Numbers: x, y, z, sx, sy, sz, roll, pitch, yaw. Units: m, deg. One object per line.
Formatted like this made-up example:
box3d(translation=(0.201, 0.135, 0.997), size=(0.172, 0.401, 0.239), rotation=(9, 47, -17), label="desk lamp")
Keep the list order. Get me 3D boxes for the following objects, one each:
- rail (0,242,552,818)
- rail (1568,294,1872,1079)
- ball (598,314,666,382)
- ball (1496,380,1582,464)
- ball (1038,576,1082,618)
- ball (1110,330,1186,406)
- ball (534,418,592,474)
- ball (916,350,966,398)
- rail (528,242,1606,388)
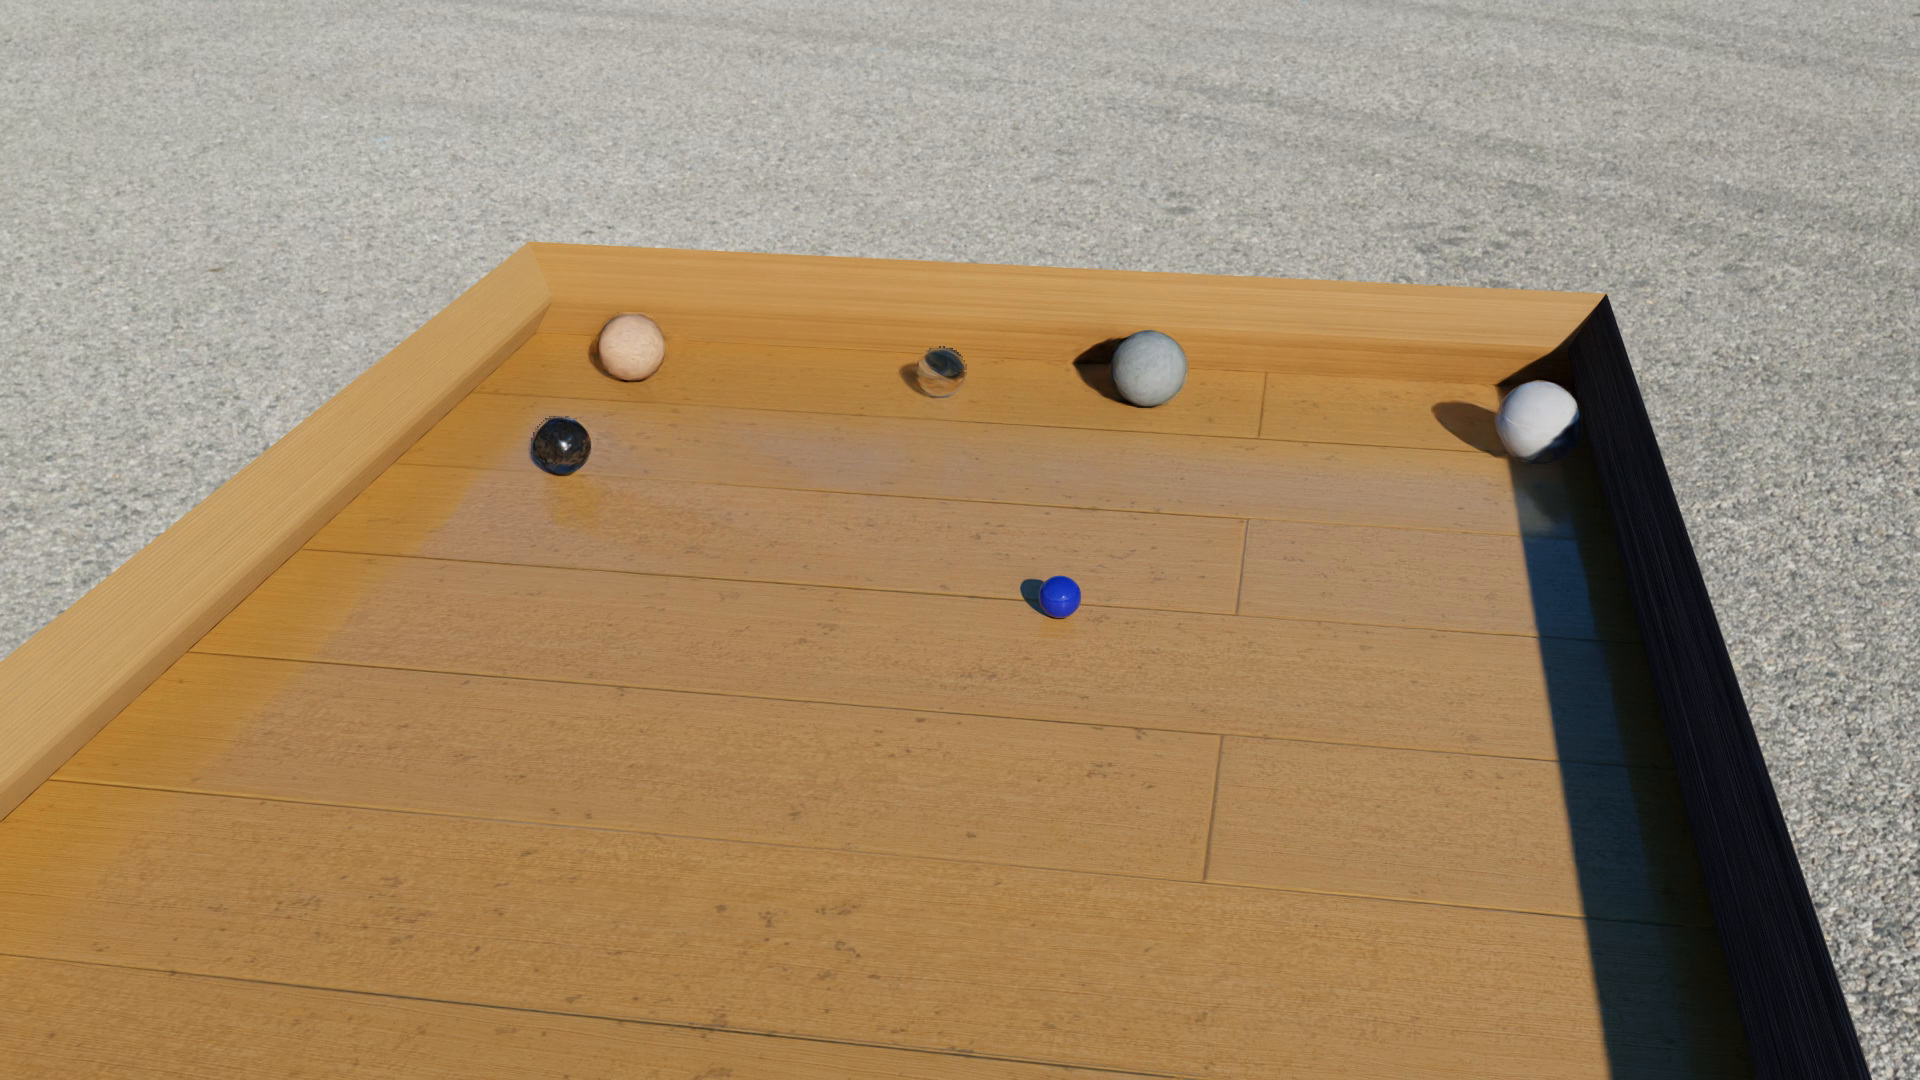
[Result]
box3d(translation=(-0.791, 0.199, 1.761), size=(0.045, 0.127, 2.745), rotation=(4, 24, 9), label="rail")
box3d(translation=(0.563, 0.291, 1.552), size=(0.045, 0.127, 2.745), rotation=(4, 24, 9), label="rail")
box3d(translation=(-0.423, -0.248, 2.833), size=(0.088, 0.088, 0.088), rotation=(0, 24, 0), label="ball")
box3d(translation=(0.675, -0.137, 2.567), size=(0.098, 0.098, 0.098), rotation=(0, 24, 0), label="ball")
box3d(translation=(0.100, 0.057, 2.193), size=(0.043, 0.043, 0.043), rotation=(0, 24, 0), label="ball")
box3d(translation=(0.235, -0.214, 2.746), size=(0.095, 0.095, 0.095), rotation=(0, 24, 0), label="ball")
box3d(translation=(-0.459, -0.109, 2.541), size=(0.066, 0.066, 0.066), rotation=(0, 24, 0), label="ball")
box3d(translation=(-0.024, -0.211, 2.780), size=(0.061, 0.061, 0.061), rotation=(0, 24, 0), label="ball")
box3d(translation=(0.110, -0.289, 2.875), size=(1.420, 0.127, 0.045), rotation=(4, 24, 9), label="rail")
